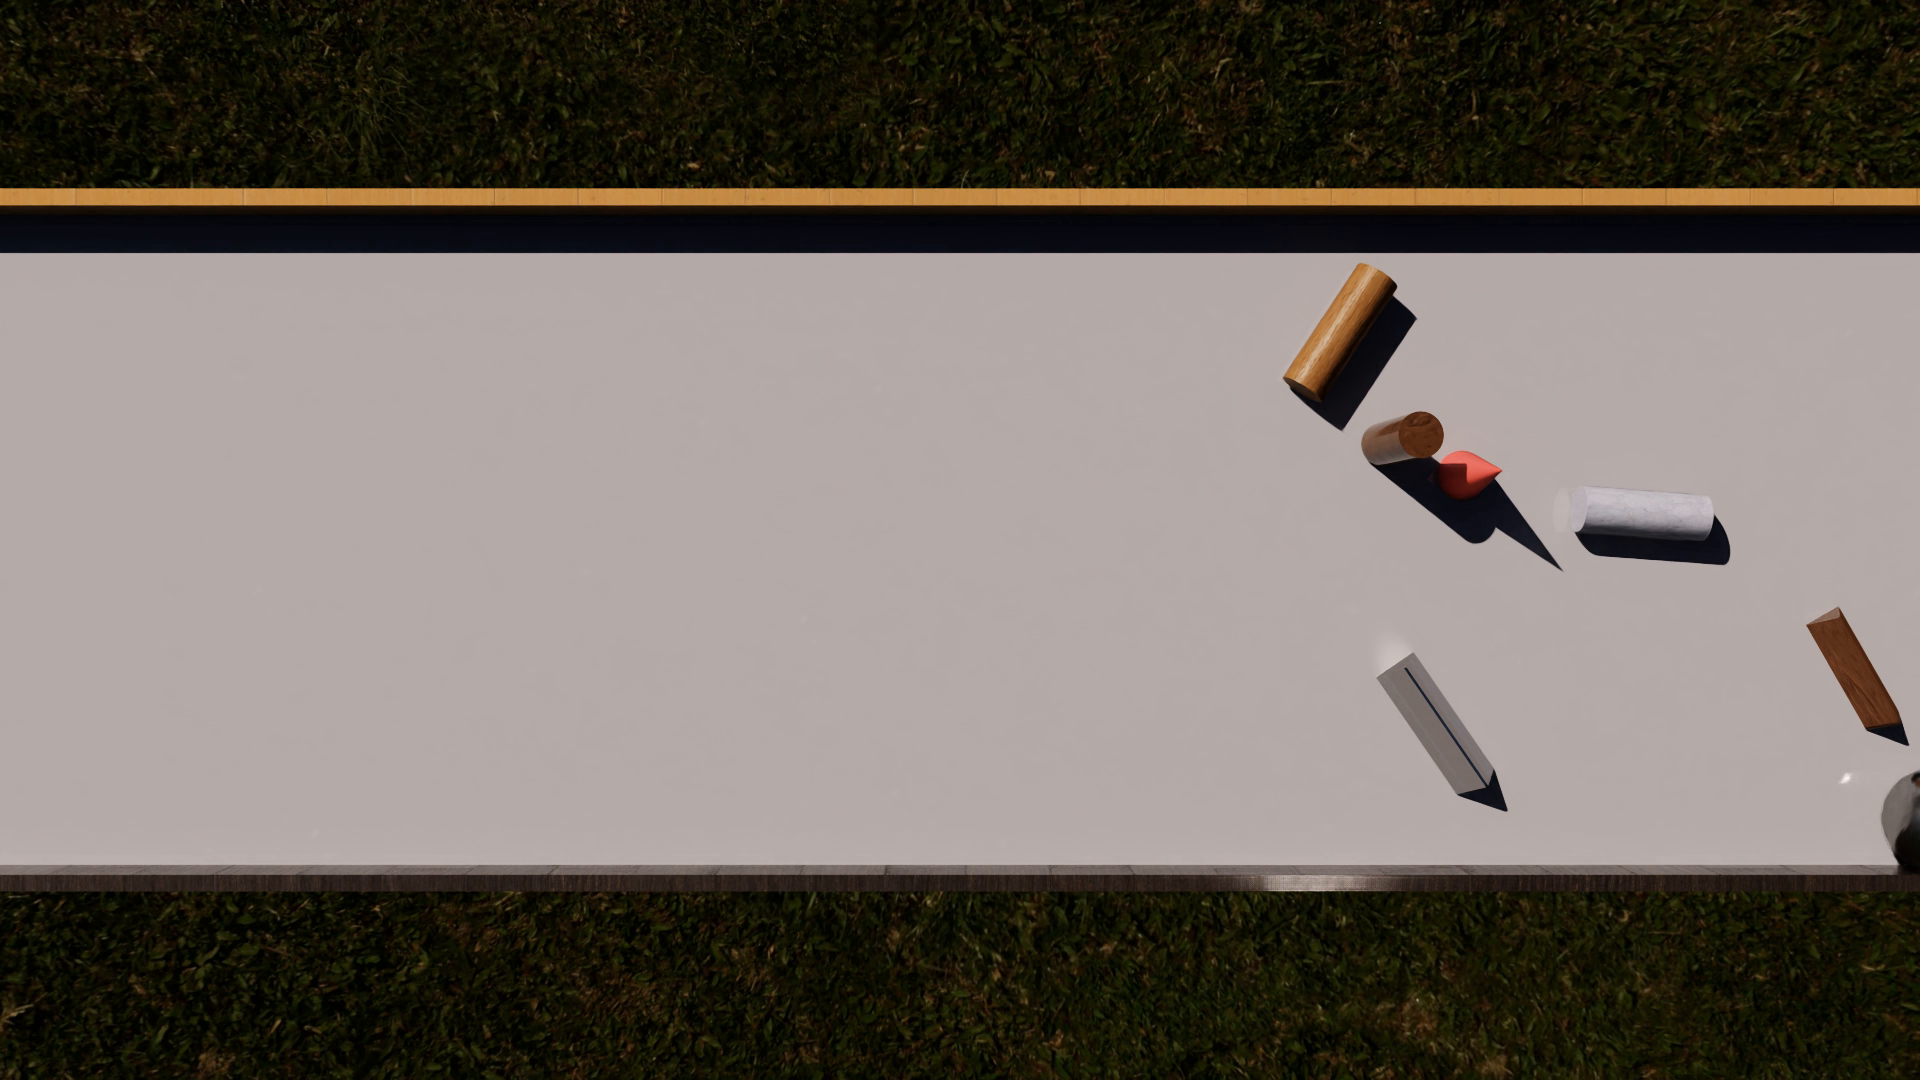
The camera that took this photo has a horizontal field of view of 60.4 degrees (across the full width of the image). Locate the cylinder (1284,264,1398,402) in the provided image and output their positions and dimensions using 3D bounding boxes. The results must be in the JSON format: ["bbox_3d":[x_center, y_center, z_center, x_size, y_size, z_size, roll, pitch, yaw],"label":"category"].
[{"bbox_3d":[1.153,-0.629,5.007,0.139,0.139,0.414,34,90,0],"label":"cylinder"}]

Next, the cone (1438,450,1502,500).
[{"bbox_3d":[1.545,-0.199,4.885,0.154,0.383,0.154,0,90,0],"label":"cone"}]

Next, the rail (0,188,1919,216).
[{"bbox_3d":[-2.247,-1.025,5.002,12.000,0.150,0.050,0,90,0],"label":"rail"}]

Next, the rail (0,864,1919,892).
[{"bbox_3d":[-2.247,1.025,5.001,12.000,0.150,0.050,0,90,0],"label":"rail"}]

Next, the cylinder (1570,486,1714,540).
[{"bbox_3d":[2.066,-0.081,5.005,0.379,0.141,0.141,4,90,0],"label":"cylinder"}]

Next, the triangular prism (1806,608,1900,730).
[{"bbox_3d":[2.744,0.394,5.025,0.114,0.098,0.370,-30,90,0],"label":"triangular prism"}]

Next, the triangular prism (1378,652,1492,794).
[{"bbox_3d":[1.461,0.563,5.014,0.137,0.118,0.434,-35,90,0],"label":"triangular prism"}]

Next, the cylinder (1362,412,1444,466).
[{"bbox_3d":[1.315,-0.299,4.916,0.137,0.307,0.137,0,88,-6],"label":"cylinder"}]

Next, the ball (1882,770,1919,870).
[{"bbox_3d":[2.932,0.839,4.915,0.323,0.323,0.323,0,90,0],"label":"ball"}]
